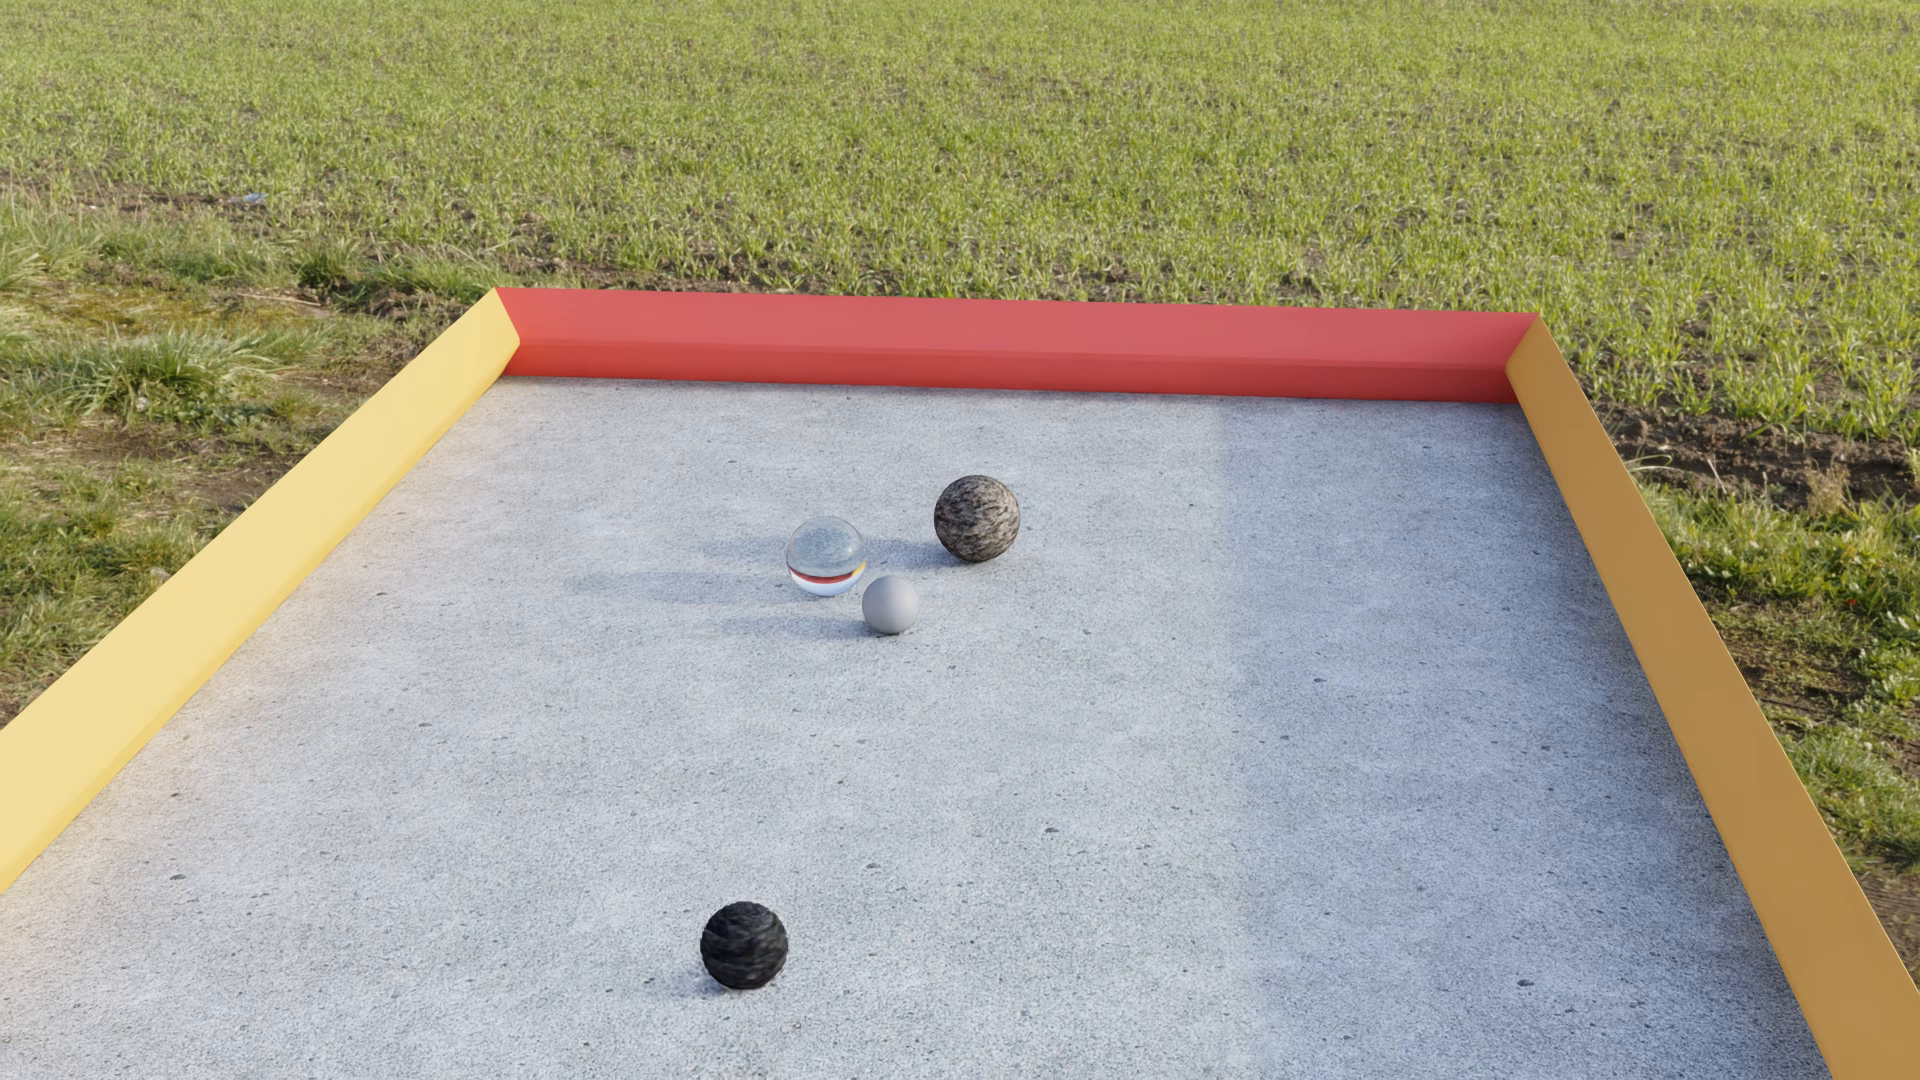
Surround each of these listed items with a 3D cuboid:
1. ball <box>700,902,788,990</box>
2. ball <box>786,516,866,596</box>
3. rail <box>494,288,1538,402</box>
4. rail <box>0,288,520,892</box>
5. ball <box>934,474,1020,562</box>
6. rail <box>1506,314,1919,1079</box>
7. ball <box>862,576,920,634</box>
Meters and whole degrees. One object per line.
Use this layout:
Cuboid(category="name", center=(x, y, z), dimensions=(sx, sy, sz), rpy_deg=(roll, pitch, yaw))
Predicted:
Cuboid(category="ball", center=(-0.158, 0.297, 1.610), dimensions=(0.064, 0.064, 0.064), rpy_deg=(0, 22, 0))
Cuboid(category="ball", center=(-0.139, 0.017, 2.291), dimensions=(0.085, 0.085, 0.085), rpy_deg=(0, 22, 0))
Cuboid(category="rail", center=(0.059, -0.253, 2.920), dimensions=(1.393, 0.122, 0.045), rpy_deg=(2, 22, 5))
Cuboid(category="rail", center=(-0.731, 0.197, 1.782), dimensions=(0.045, 0.122, 2.630), rpy_deg=(2, 22, 5))
Cuboid(category="ball", center=(0.018, -0.023, 2.380), dimensions=(0.094, 0.094, 0.094), rpy_deg=(0, 22, 0))
Cuboid(category="rail", center=(0.609, 0.243, 1.666), dimensions=(0.045, 0.122, 2.630), rpy_deg=(2, 22, 5))
Cuboid(category="ball", center=(-0.069, 0.065, 2.205), dimensions=(0.059, 0.059, 0.059), rpy_deg=(0, 22, 0))
